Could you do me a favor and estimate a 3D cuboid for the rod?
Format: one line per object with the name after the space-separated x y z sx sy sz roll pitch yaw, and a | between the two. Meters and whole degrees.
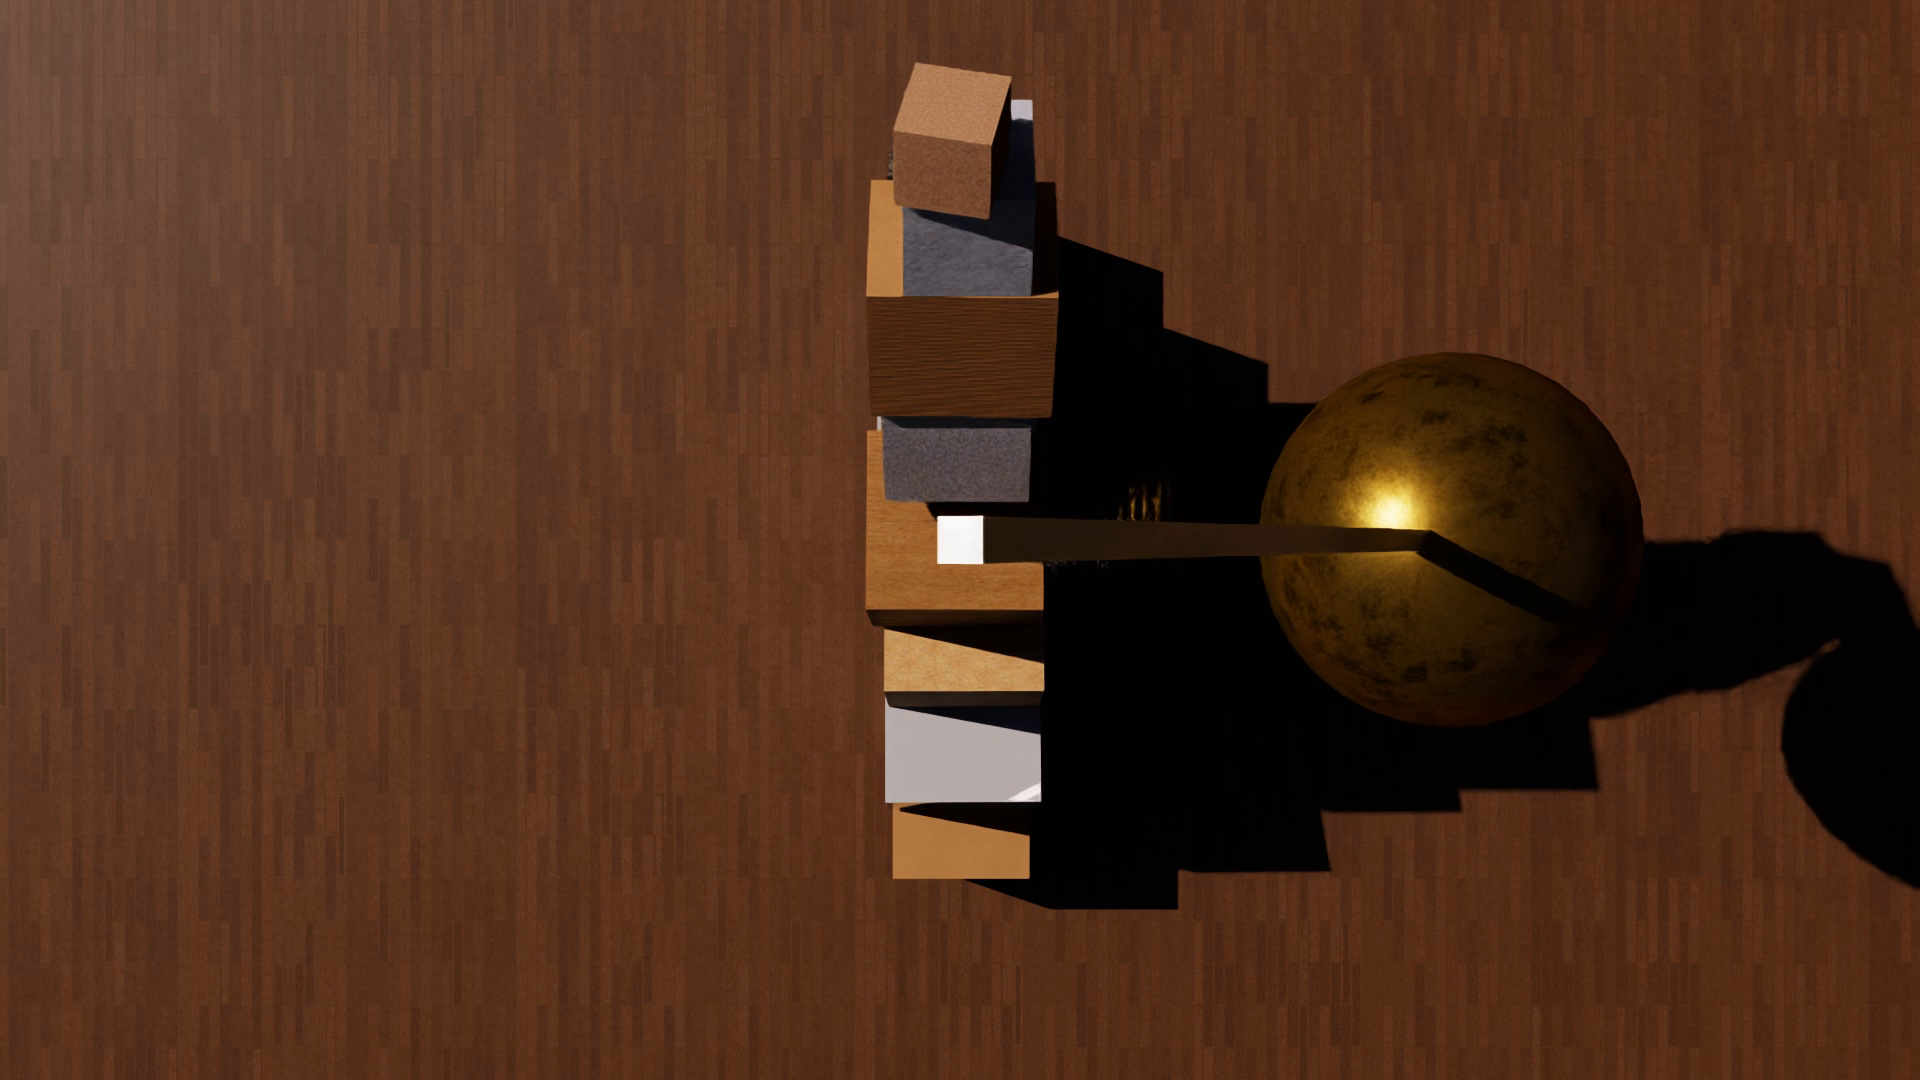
0.899 0.000 6.162 0.080 5.200 0.080 0 90 20 | rod

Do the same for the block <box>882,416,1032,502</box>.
-0.011 -0.586 9.639 0.635 0.612 0.581 0 52 0 | block

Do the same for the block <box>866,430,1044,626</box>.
-0.023 -0.037 10.306 0.797 0.819 0.812 0 82 0 | block

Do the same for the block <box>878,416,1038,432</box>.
-0.012 -0.364 11.796 0.831 0.786 0.919 0 82 0 | block

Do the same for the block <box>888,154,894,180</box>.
-0.008 -1.380 10.482 0.667 0.691 0.557 1 52 1 | block

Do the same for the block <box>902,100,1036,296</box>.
0.029 -1.335 8.595 0.502 0.517 0.560 0 52 -1 | block

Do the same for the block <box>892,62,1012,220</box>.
-0.027 -1.476 8.144 0.363 0.368 0.379 10 53 7 | block

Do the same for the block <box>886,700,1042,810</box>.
0.014 1.068 11.792 0.805 0.768 0.709 0 81 0 | block

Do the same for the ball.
2.074 0.000 9.352 1.600 1.600 1.600 0 90 0 | ball

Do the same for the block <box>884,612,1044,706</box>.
0.019 0.421 11.093 0.775 0.824 0.766 0 80 0 | block

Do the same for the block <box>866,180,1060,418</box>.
0.009 -0.994 9.112 0.758 0.717 0.659 1 52 0 | block

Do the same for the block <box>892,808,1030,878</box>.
0.007 1.525 12.581 0.756 0.838 0.697 0 90 0 | block
